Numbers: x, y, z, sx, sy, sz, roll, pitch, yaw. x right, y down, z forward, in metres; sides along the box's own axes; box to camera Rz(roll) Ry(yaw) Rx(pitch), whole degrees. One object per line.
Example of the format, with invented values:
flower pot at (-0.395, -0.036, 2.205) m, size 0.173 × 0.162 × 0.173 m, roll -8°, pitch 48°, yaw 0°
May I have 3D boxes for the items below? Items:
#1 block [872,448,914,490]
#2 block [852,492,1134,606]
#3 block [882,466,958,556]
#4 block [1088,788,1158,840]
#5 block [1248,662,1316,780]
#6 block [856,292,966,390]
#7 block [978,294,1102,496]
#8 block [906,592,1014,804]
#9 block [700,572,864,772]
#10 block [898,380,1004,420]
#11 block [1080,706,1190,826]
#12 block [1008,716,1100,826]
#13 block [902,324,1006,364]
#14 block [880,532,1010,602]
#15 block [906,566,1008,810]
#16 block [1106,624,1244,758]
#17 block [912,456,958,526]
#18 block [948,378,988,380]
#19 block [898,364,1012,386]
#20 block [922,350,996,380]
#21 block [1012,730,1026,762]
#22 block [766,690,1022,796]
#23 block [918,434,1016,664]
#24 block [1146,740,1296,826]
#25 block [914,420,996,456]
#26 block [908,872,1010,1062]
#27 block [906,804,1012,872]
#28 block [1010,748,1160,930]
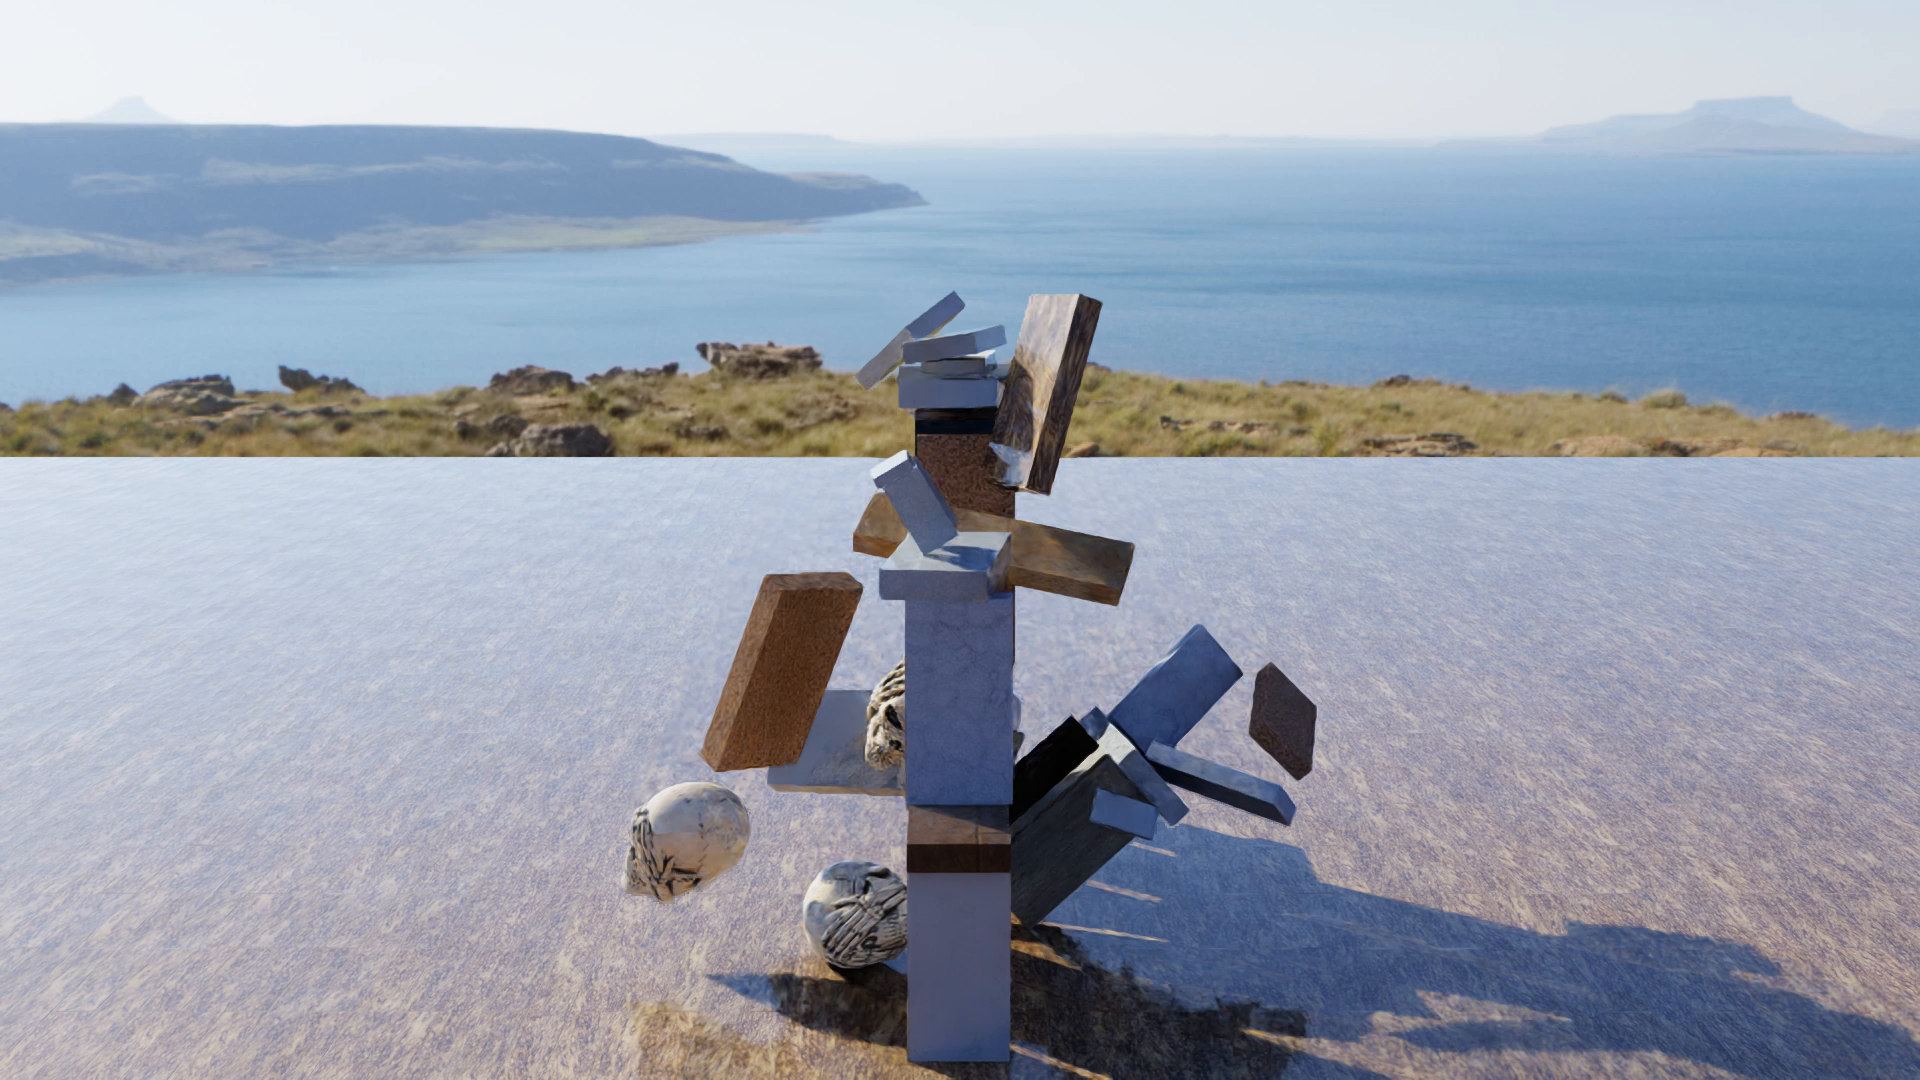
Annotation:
block at (-0.097, -0.102, 3.135) m, size 0.058 × 0.016 × 0.115 m, roll -31°, pitch 10°, yaw 2°
block at (0.056, 0.012, 3.682) m, size 0.453 × 0.037 × 0.131 m, roll 12°, pitch 37°, yaw 10°
block at (-0.056, -0.042, 3.105) m, size 0.058 × 0.115 × 0.016 m, roll -31°, pitch 13°, yaw 0°
block at (0.254, 0.425, 3.402) m, size 0.103 × 0.051 × 0.015 m, roll 19°, pitch -21°, yaw -13°
block at (0.537, 0.298, 3.645) m, size 0.032 × 0.114 × 0.228 m, roll -43°, pitch 9°, yaw 23°
block at (-0.095, -0.375, 4.154) m, size 0.131 × 0.037 × 0.262 m, roll -40°, pitch 2°, yaw -28°
block at (0.136, -0.250, 3.755) m, size 0.048 × 0.338 × 0.169 m, roll 17°, pitch -3°, yaw -28°
block at (-0.001, 0.223, 3.085) m, size 0.149 × 0.298 × 0.042 m, roll 0°, pitch 12°, yaw 0°
block at (-0.284, 0.210, 3.503) m, size 0.169 × 0.338 × 0.048 m, roll -1°, pitch 31°, yaw -44°
block at (-0.005, -0.250, 3.994) m, size 0.172 × 0.049 × 0.344 m, roll 0°, pitch -2°, yaw 6°
block at (0.283, 0.368, 3.604) m, size 0.040 × 0.139 × 0.279 m, roll -41°, pitch 13°, yaw -1°
block at (0.131, 0.440, 3.689) m, size 0.279 × 0.139 × 0.040 m, roll -41°, pitch 15°, yaw -1°
block at (-0.008, -0.353, 3.953) m, size 0.131 × 0.037 × 0.262 m, roll -8°, pitch 7°, yaw 14°
block at (-0.017, 0.035, 3.159) m, size 0.149 × 0.042 × 0.298 m, roll 1°, pitch 11°, yaw 7°
block at (-0.005, 0.221, 3.290) m, size 0.149 × 0.372 × 0.042 m, roll 1°, pitch 9°, yaw 5°
block at (0.366, 0.264, 3.739) m, size 0.228 × 0.114 × 0.032 m, roll -44°, pitch 11°, yaw -16°
block at (-0.057, -0.058, 3.191) m, size 0.058 × 0.115 × 0.016 m, roll -32°, pitch 0°, yaw -7°
block at (-0.003, -0.285, 4.171) m, size 0.114 × 0.032 × 0.228 m, roll 0°, pitch -3°, yaw 4°
block at (0.007, -0.313, 4.244) m, size 0.228 × 0.032 × 0.114 m, roll 0°, pitch -3°, yaw 17°
block at (0.000, -0.319, 4.007) m, size 0.114 × 0.032 × 0.228 m, roll -2°, pitch 8°, yaw 6°
block at (0.055, 0.339, 3.410) m, size 0.051 × 0.103 × 0.015 m, roll 19°, pitch -20°, yaw 24°
block at (-0.111, 0.341, 3.690) m, size 0.419 × 0.169 × 0.048 m, roll 0°, pitch -22°, yaw 18°
block at (0.011, 0.016, 3.893) m, size 0.172 × 0.403 × 0.049 m, roll 0°, pitch 6°, yaw 0°
block at (0.419, 0.391, 3.538) m, size 0.228 × 0.032 × 0.114 m, roll 17°, pitch -17°, yaw 28°
block at (0.003, -0.049, 4.089) m, size 0.172 × 0.344 × 0.049 m, roll 0°, pitch 1°, yaw 1°
block at (-0.001, 0.572, 3.001) m, size 0.139 × 0.279 × 0.040 m, roll 0°, pitch 11°, yaw 0°
block at (-0.001, 0.399, 3.064) m, size 0.139 × 0.040 × 0.279 m, roll 0°, pitch 11°, yaw 0°
block at (0.167, 0.475, 3.502) m, size 0.279 × 0.140 × 0.040 m, roll -41°, pitch 15°, yaw -2°
